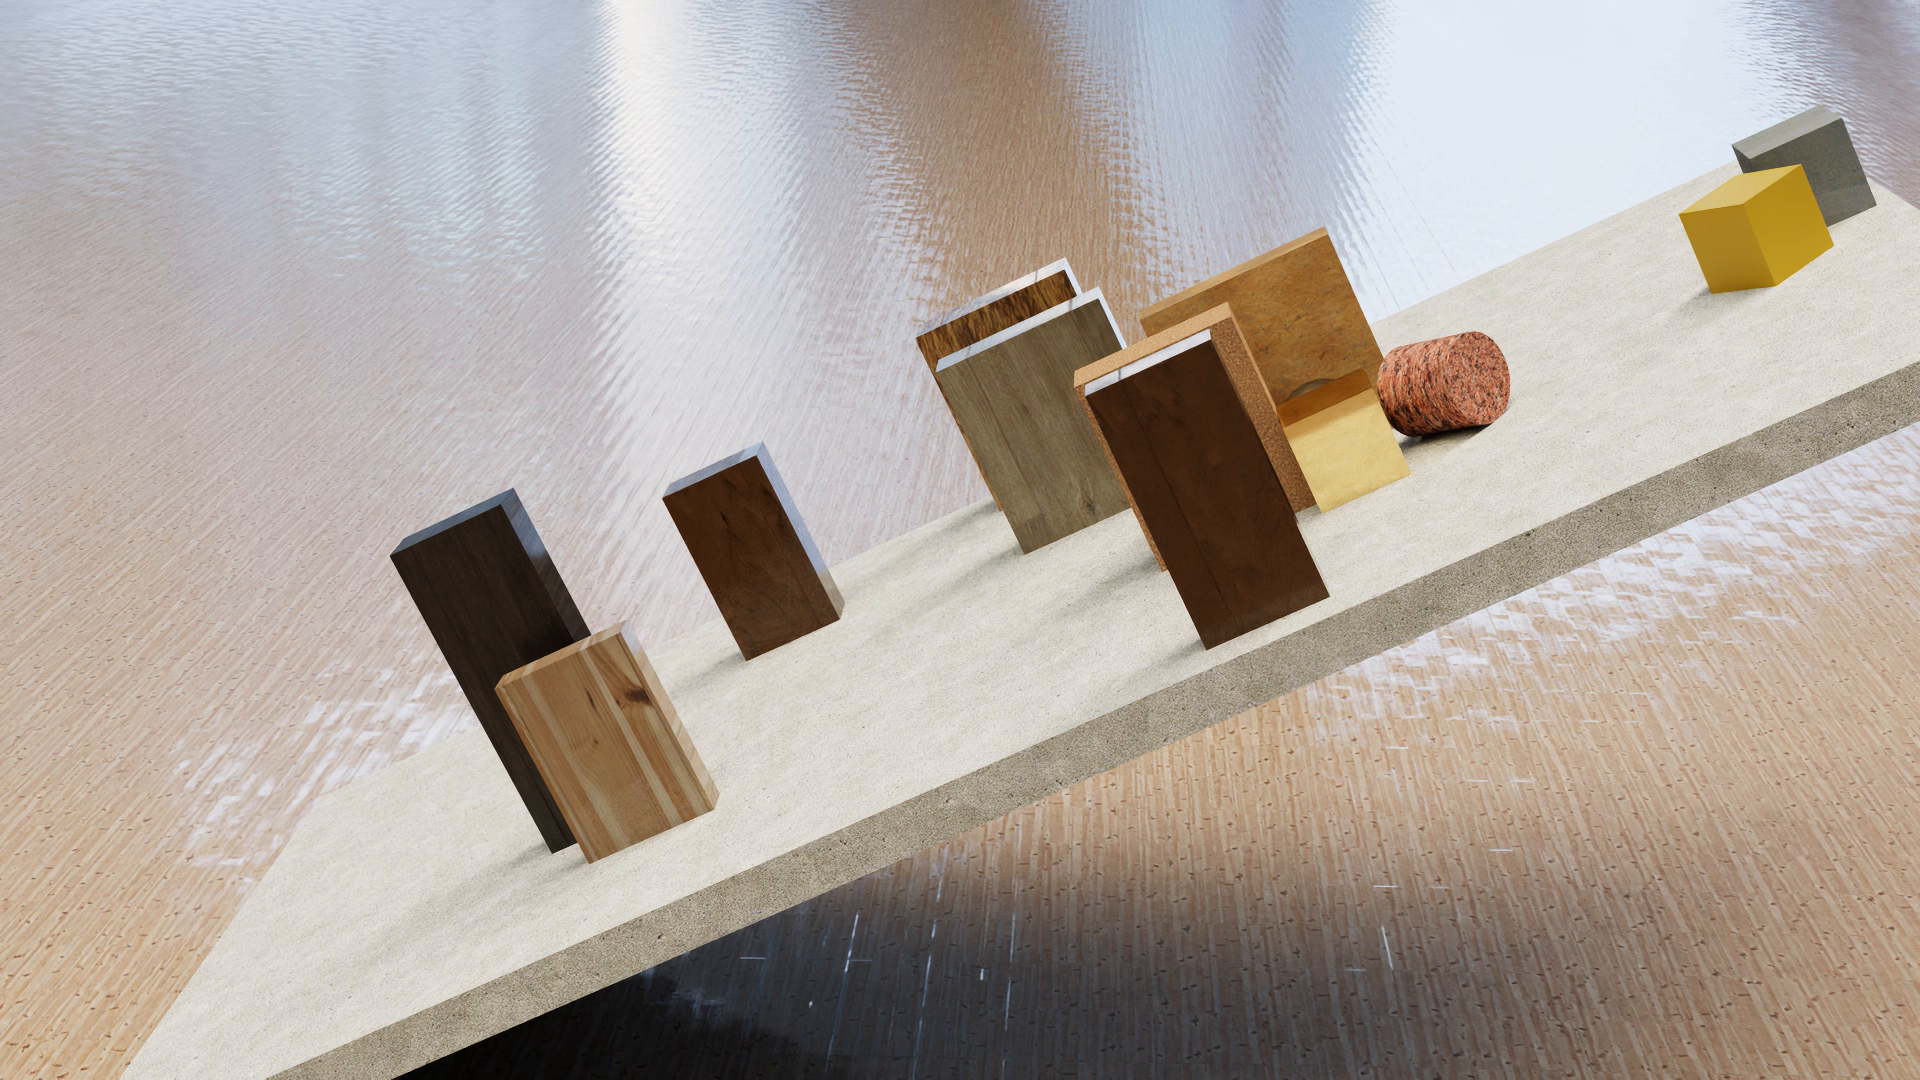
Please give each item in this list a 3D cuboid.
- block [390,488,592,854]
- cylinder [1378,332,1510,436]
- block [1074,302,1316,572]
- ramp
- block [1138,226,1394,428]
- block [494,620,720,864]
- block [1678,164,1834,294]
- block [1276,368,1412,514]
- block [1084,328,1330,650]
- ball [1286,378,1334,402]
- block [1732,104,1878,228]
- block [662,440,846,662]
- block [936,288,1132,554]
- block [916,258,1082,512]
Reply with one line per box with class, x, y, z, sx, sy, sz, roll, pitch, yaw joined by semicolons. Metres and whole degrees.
block;-0.877;0.271;6.038;0.256;0.707;0.131;-24;13;9
cylinder;0.972;-0.312;5.910;0.187;0.187;0.187;-13;2;-39
block;0.474;-0.208;5.939;0.340;0.422;0.149;-24;13;9
ramp;0.136;0.169;6.282;4.000;0.100;2.000;-24;13;9
block;0.660;-0.366;6.168;0.425;0.434;0.098;-24;13;9
block;-0.700;0.403;5.857;0.282;0.406;0.087;-24;13;9
block;1.604;-0.625;5.925;0.181;0.181;0.181;-33;15;-25
block;0.763;-0.200;5.865;0.192;0.192;0.192;-24;13;8
block;0.447;-0.089;5.310;0.245;0.523;0.090;-24;13;9
ball;0.751;-0.240;6.052;0.186;0.186;0.186;0;16;0
block;1.754;-0.761;6.121;0.199;0.199;0.199;-24;13;10
block;-0.476;0.026;6.820;0.244;0.432;0.133;-24;13;9
block;0.226;-0.264;6.542;0.394;0.460;0.129;-24;13;9
block;0.174;-0.371;7.033;0.390;0.468;0.150;-24;13;9
